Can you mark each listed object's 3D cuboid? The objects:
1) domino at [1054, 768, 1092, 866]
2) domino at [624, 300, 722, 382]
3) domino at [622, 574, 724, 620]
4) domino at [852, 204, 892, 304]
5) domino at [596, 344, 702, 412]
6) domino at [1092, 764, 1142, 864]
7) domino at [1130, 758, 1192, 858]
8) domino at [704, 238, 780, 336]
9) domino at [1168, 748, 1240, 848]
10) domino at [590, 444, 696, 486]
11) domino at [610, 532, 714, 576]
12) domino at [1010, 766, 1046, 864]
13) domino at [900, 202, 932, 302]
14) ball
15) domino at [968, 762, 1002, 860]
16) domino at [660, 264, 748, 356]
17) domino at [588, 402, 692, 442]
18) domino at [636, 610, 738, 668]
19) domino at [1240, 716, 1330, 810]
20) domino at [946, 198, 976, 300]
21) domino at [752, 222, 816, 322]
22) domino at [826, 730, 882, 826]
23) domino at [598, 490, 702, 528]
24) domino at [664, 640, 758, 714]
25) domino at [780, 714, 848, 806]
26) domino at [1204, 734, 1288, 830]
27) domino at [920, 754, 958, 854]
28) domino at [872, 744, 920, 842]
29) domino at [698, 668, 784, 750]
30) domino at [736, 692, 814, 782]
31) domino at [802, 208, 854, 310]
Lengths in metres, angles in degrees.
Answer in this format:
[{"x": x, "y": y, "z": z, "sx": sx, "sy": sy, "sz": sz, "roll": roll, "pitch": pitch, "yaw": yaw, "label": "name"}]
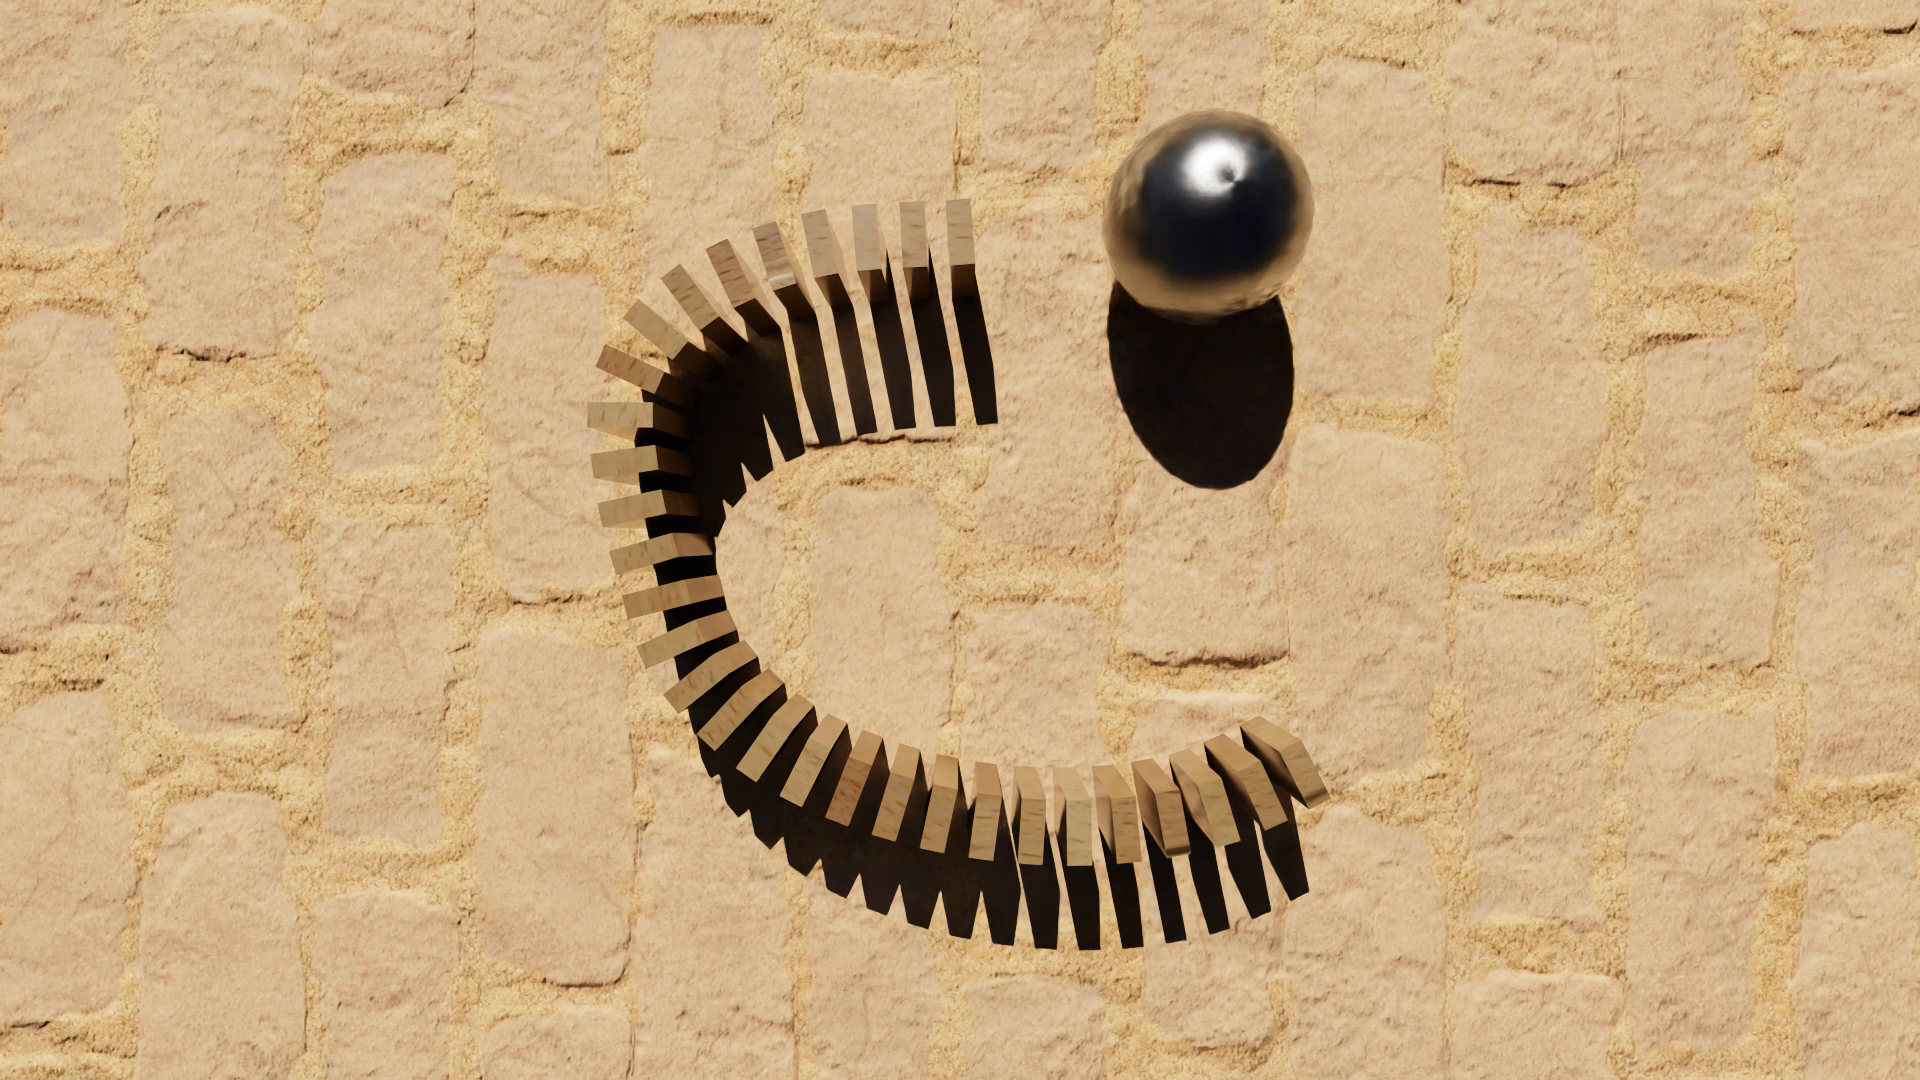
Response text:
[{"x": 0.046, "y": 0.112, "z": 0.375, "sx": 0.010, "sy": 0.050, "sz": 0.025, "roll": -1, "pitch": 90, "yaw": 0, "label": "domino"}, {"x": -0.116, "y": -0.080, "z": 0.375, "sx": 0.025, "sy": 0.050, "sz": 0.010, "roll": 40, "pitch": 90, "yaw": 0, "label": "domino"}, {"x": -0.116, "y": 0.023, "z": 0.375, "sx": 0.025, "sy": 0.050, "sz": 0.010, "roll": -14, "pitch": 90, "yaw": 0, "label": "domino"}, {"x": -0.036, "y": -0.116, "z": 0.375, "sx": 0.009, "sy": 0.050, "sz": 0.025, "roll": -5, "pitch": 90, "yaw": 0, "label": "domino"}, {"x": -0.126, "y": -0.065, "z": 0.375, "sx": 0.025, "sy": 0.050, "sz": 0.009, "roll": 25, "pitch": 90, "yaw": 0, "label": "domino"}, {"x": 0.064, "y": 0.111, "z": 0.375, "sx": 0.009, "sy": 0.050, "sz": 0.025, "roll": -5, "pitch": 90, "yaw": 0, "label": "domino"}, {"x": 0.081, "y": 0.108, "z": 0.375, "sx": 0.009, "sy": 0.050, "sz": 0.025, "roll": -10, "pitch": 90, "yaw": 0, "label": "domino"}, {"x": -0.088, "y": -0.102, "z": 0.375, "sx": 0.010, "sy": 0.050, "sz": 0.025, "roll": -25, "pitch": 90, "yaw": 0, "label": "domino"}, {"x": 0.099, "y": 0.104, "z": 0.375, "sx": 0.009, "sy": 0.050, "sz": 0.025, "roll": -17, "pitch": 90, "yaw": 0, "label": "domino"}, {"x": -0.128, "y": -0.030, "z": 0.375, "sx": 0.025, "sy": 0.050, "sz": 0.009, "roll": -8, "pitch": 90, "yaw": 0, "label": "domino"}, {"x": -0.121, "y": 0.005, "z": 0.375, "sx": 0.025, "sy": 0.050, "sz": 0.009, "roll": -16, "pitch": 90, "yaw": 0, "label": "domino"}, {"x": 0.028, "y": 0.111, "z": 0.375, "sx": 0.010, "sy": 0.050, "sz": 0.025, "roll": 4, "pitch": 90, "yaw": 0, "label": "domino"}, {"x": -0.018, "y": -0.117, "z": 0.375, "sx": 0.010, "sy": 0.050, "sz": 0.025, "roll": -3, "pitch": 90, "yaw": 0, "label": "domino"}, {"x": 0.096, "y": -0.125, "z": 0.360, "sx": 0.080, "sy": 0.080, "sz": 0.080, "roll": 0, "pitch": 90, "yaw": 0, "label": "ball"}, {"x": 0.010, "y": 0.110, "z": 0.375, "sx": 0.010, "sy": 0.050, "sz": 0.025, "roll": 8, "pitch": 90, "yaw": 0, "label": "domino"}, {"x": -0.103, "y": -0.093, "z": 0.375, "sx": 0.010, "sy": 0.050, "sz": 0.025, "roll": -37, "pitch": 90, "yaw": 0, "label": "domino"}, {"x": -0.130, "y": -0.048, "z": 0.375, "sx": 0.025, "sy": 0.050, "sz": 0.009, "roll": 0, "pitch": 90, "yaw": 0, "label": "domino"}, {"x": -0.111, "y": 0.040, "z": 0.375, "sx": 0.025, "sy": 0.050, "sz": 0.009, "roll": -24, "pitch": 90, "yaw": 0, "label": "domino"}, {"x": 0.132, "y": 0.090, "z": 0.375, "sx": 0.009, "sy": 0.050, "sz": 0.025, "roll": -27, "pitch": 90, "yaw": 0, "label": "domino"}, {"x": 0.000, "y": -0.118, "z": 0.375, "sx": 0.009, "sy": 0.050, "sz": 0.025, "roll": -5, "pitch": 90, "yaw": 0, "label": "domino"}, {"x": -0.071, "y": -0.109, "z": 0.375, "sx": 0.010, "sy": 0.050, "sz": 0.025, "roll": -18, "pitch": 90, "yaw": 0, "label": "domino"}, {"x": -0.043, "y": 0.096, "z": 0.375, "sx": 0.010, "sy": 0.050, "sz": 0.025, "roll": 21, "pitch": 90, "yaw": 0, "label": "domino"}, {"x": -0.125, "y": -0.012, "z": 0.375, "sx": 0.025, "sy": 0.050, "sz": 0.010, "roll": -12, "pitch": 90, "yaw": 0, "label": "domino"}, {"x": -0.101, "y": 0.055, "z": 0.375, "sx": 0.025, "sy": 0.050, "sz": 0.009, "roll": -39, "pitch": 90, "yaw": 0, "label": "domino"}, {"x": -0.059, "y": 0.089, "z": 0.375, "sx": 0.010, "sy": 0.050, "sz": 0.025, "roll": 27, "pitch": 90, "yaw": 0, "label": "domino"}, {"x": 0.116, "y": 0.098, "z": 0.375, "sx": 0.009, "sy": 0.050, "sz": 0.025, "roll": -24, "pitch": 90, "yaw": 0, "label": "domino"}, {"x": -0.008, "y": 0.106, "z": 0.375, "sx": 0.009, "sy": 0.050, "sz": 0.025, "roll": 12, "pitch": 90, "yaw": 0, "label": "domino"}, {"x": -0.026, "y": 0.102, "z": 0.375, "sx": 0.010, "sy": 0.050, "sz": 0.025, "roll": 17, "pitch": 90, "yaw": 0, "label": "domino"}, {"x": -0.089, "y": 0.068, "z": 0.375, "sx": 0.009, "sy": 0.050, "sz": 0.025, "roll": 43, "pitch": 90, "yaw": 0, "label": "domino"}, {"x": -0.075, "y": 0.080, "z": 0.375, "sx": 0.010, "sy": 0.050, "sz": 0.025, "roll": 35, "pitch": 90, "yaw": 0, "label": "domino"}, {"x": -0.054, "y": -0.113, "z": 0.375, "sx": 0.009, "sy": 0.050, "sz": 0.025, "roll": -11, "pitch": 90, "yaw": 0, "label": "domino"}]
